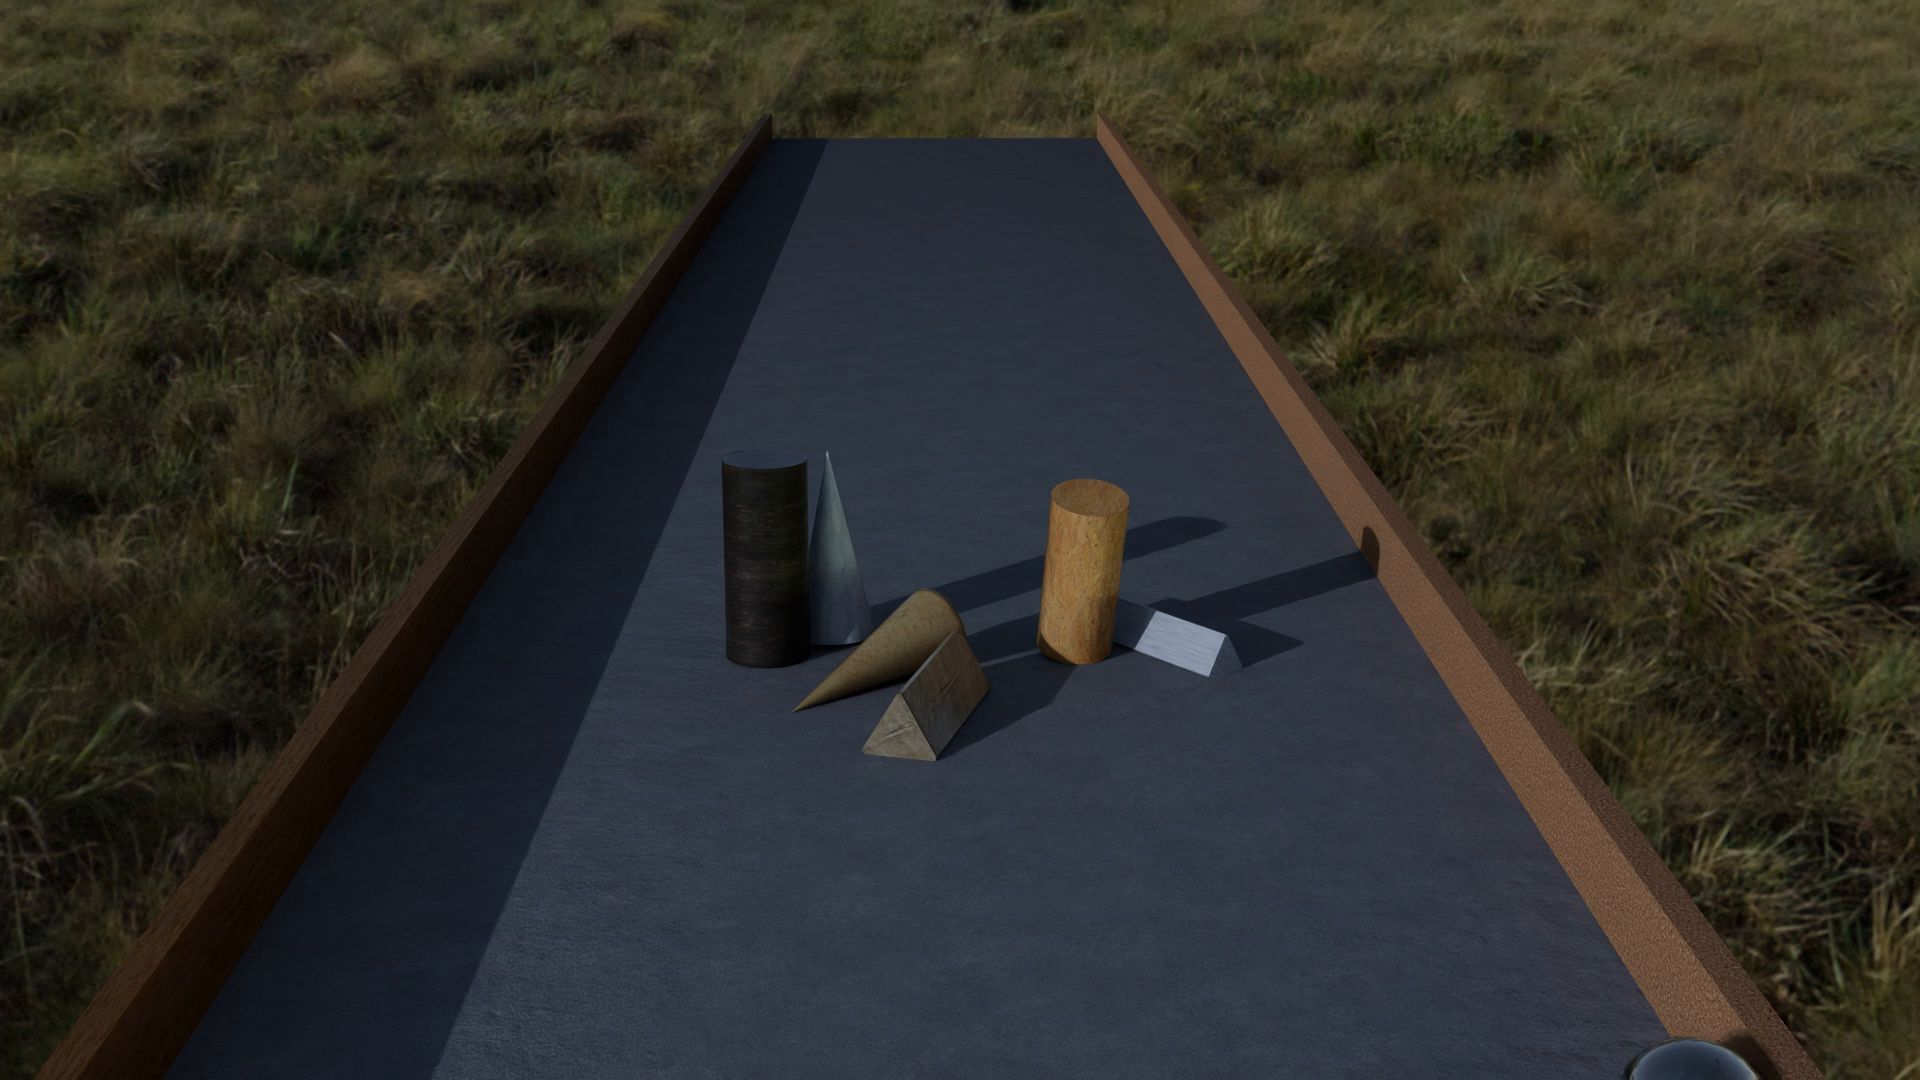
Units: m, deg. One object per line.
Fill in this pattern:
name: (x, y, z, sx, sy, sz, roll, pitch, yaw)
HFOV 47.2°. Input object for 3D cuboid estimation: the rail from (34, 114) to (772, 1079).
rail: (-1.118, -0.838, 7.780, 0.050, 0.150, 12.000, 0, 17, -1)

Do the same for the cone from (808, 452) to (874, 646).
cone: (-0.265, 0.005, 4.511, 0.169, 0.388, 0.169, -1, 13, 0)

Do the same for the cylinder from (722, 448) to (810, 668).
cylinder: (-0.386, 0.035, 4.390, 0.168, 0.407, 0.168, 0, 16, 0)

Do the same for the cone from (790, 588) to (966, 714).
cone: (-0.183, 0.248, 4.254, 0.162, 0.162, 0.400, 16, 34, 42)

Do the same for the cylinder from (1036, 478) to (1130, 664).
cylinder: (0.243, 0.064, 4.371, 0.153, 0.339, 0.153, 3, 30, -2)

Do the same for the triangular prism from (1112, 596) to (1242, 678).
triangular prism: (0.399, 0.180, 4.472, 0.093, 0.080, 0.392, -14, 21, -37)

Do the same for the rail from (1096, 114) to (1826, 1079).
rail: (0.932, -0.844, 7.801, 0.050, 0.150, 12.000, 0, 17, -1)

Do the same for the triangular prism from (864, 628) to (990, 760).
triangular prism: (-0.057, 0.277, 4.078, 0.136, 0.118, 0.378, 5, 17, 15)

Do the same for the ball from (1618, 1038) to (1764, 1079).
ball: (0.867, 0.684, 2.598, 0.188, 0.188, 0.188, 0, 17, 0)
